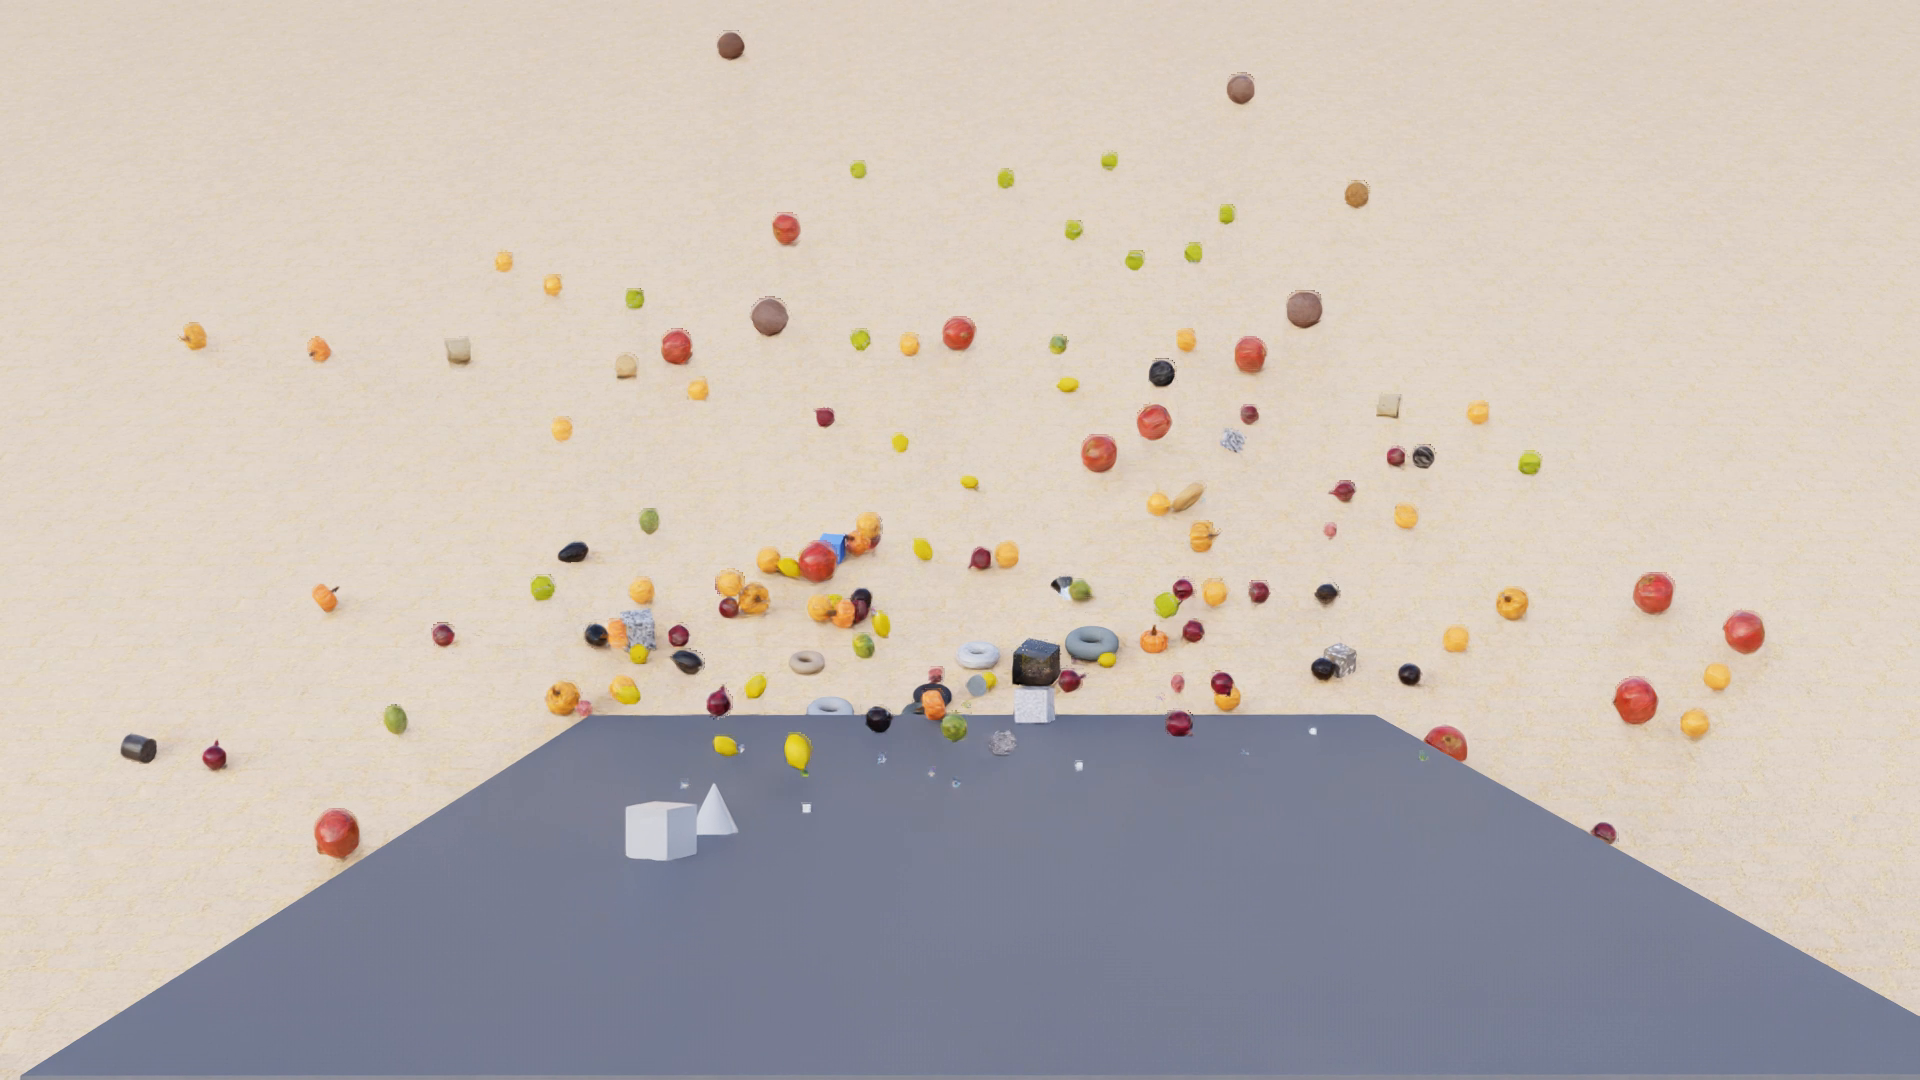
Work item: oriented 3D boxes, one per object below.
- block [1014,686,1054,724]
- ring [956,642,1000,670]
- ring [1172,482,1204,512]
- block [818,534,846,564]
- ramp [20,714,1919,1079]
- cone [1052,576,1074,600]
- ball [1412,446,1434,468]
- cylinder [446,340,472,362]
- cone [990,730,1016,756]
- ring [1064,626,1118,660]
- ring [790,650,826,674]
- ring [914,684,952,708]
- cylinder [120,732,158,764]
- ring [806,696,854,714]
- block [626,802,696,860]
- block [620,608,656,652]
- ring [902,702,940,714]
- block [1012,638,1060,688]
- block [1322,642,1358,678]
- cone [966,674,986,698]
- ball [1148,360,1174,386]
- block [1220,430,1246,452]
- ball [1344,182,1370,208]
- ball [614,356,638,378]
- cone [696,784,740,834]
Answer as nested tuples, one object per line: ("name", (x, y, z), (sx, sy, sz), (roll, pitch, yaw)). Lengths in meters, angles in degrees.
("block", (0.185, 0.408, 6.392), (0.082, 0.082, 0.082), (0, 1, 16))
("ring", (0.049, 0.312, 7.002), (0.121, 0.040, 0.121), (0, 25, 0))
("ring", (0.692, -0.130, 7.829), (0.114, 0.114, 0.038), (-27, 71, -43))
("block", (-0.376, 0.026, 7.551), (0.066, 0.066, 0.066), (5, 27, 9))
("ramp", (0.060, 0.540, 4.576), (2.000, 0.100, 4.000), (0, 1, 0))
("cone", (0.300, 0.148, 7.344), (0.067, 0.067, 0.067), (-8, 54, -15))
("ball", (1.458, -0.260, 8.124), (0.070, 0.070, 0.070), (0, 26, 0))
("cylinder", (-1.732, -0.653, 8.909), (0.076, 0.076, 0.076), (-6, 27, -19))
("cone", (0.097, 0.453, 5.629), (0.059, 0.059, 0.059), (-4, 64, 8))
("ring", (0.361, 0.283, 7.052), (0.149, 0.050, 0.149), (-1, 26, 1))
("ring", (-0.412, 0.331, 6.973), (0.098, 0.033, 0.098), (0, 28, 0))
("ring", (-0.072, 0.412, 6.807), (0.104, 0.035, 0.104), (1, 26, -1))
("cylinder", (-2.081, 0.528, 6.541), (0.063, 0.063, 0.063), (17, 31, 22))
("ring", (-0.338, 0.449, 6.725), (0.125, 0.042, 0.125), (1, 25, 0))
("block", (-0.473, 0.461, 4.090), (0.080, 0.080, 0.080), (1, 1, 29))
("block", (-0.883, 0.248, 7.078), (0.083, 0.083, 0.083), (-6, 23, -12))
("ring", (-0.102, 0.456, 6.717), (0.104, 0.035, 0.104), (0, 29, 0))
("block", (0.204, 0.333, 6.899), (0.094, 0.094, 0.094), (13, 29, 25))
("block", (1.023, 0.324, 6.952), (0.063, 0.063, 0.063), (-19, 32, -34))
("cone", (0.031, 0.389, 6.862), (0.059, 0.059, 0.059), (-16, 4, -28))
("ball", (0.681, -0.562, 8.712), (0.090, 0.090, 0.090), (0, 26, 0))
("block", (0.870, -0.315, 8.223), (0.054, 0.054, 0.054), (17, 8, -18))
("ball", (1.595, -1.385, 10.364), (0.100, 0.100, 0.100), (0, 26, 0))
("ball", (-1.136, -0.591, 8.785), (0.077, 0.077, 0.077), (0, 26, 0))
("cone", (-0.417, 0.452, 4.378), (0.084, 0.084, 0.084), (0, 1, 0))
